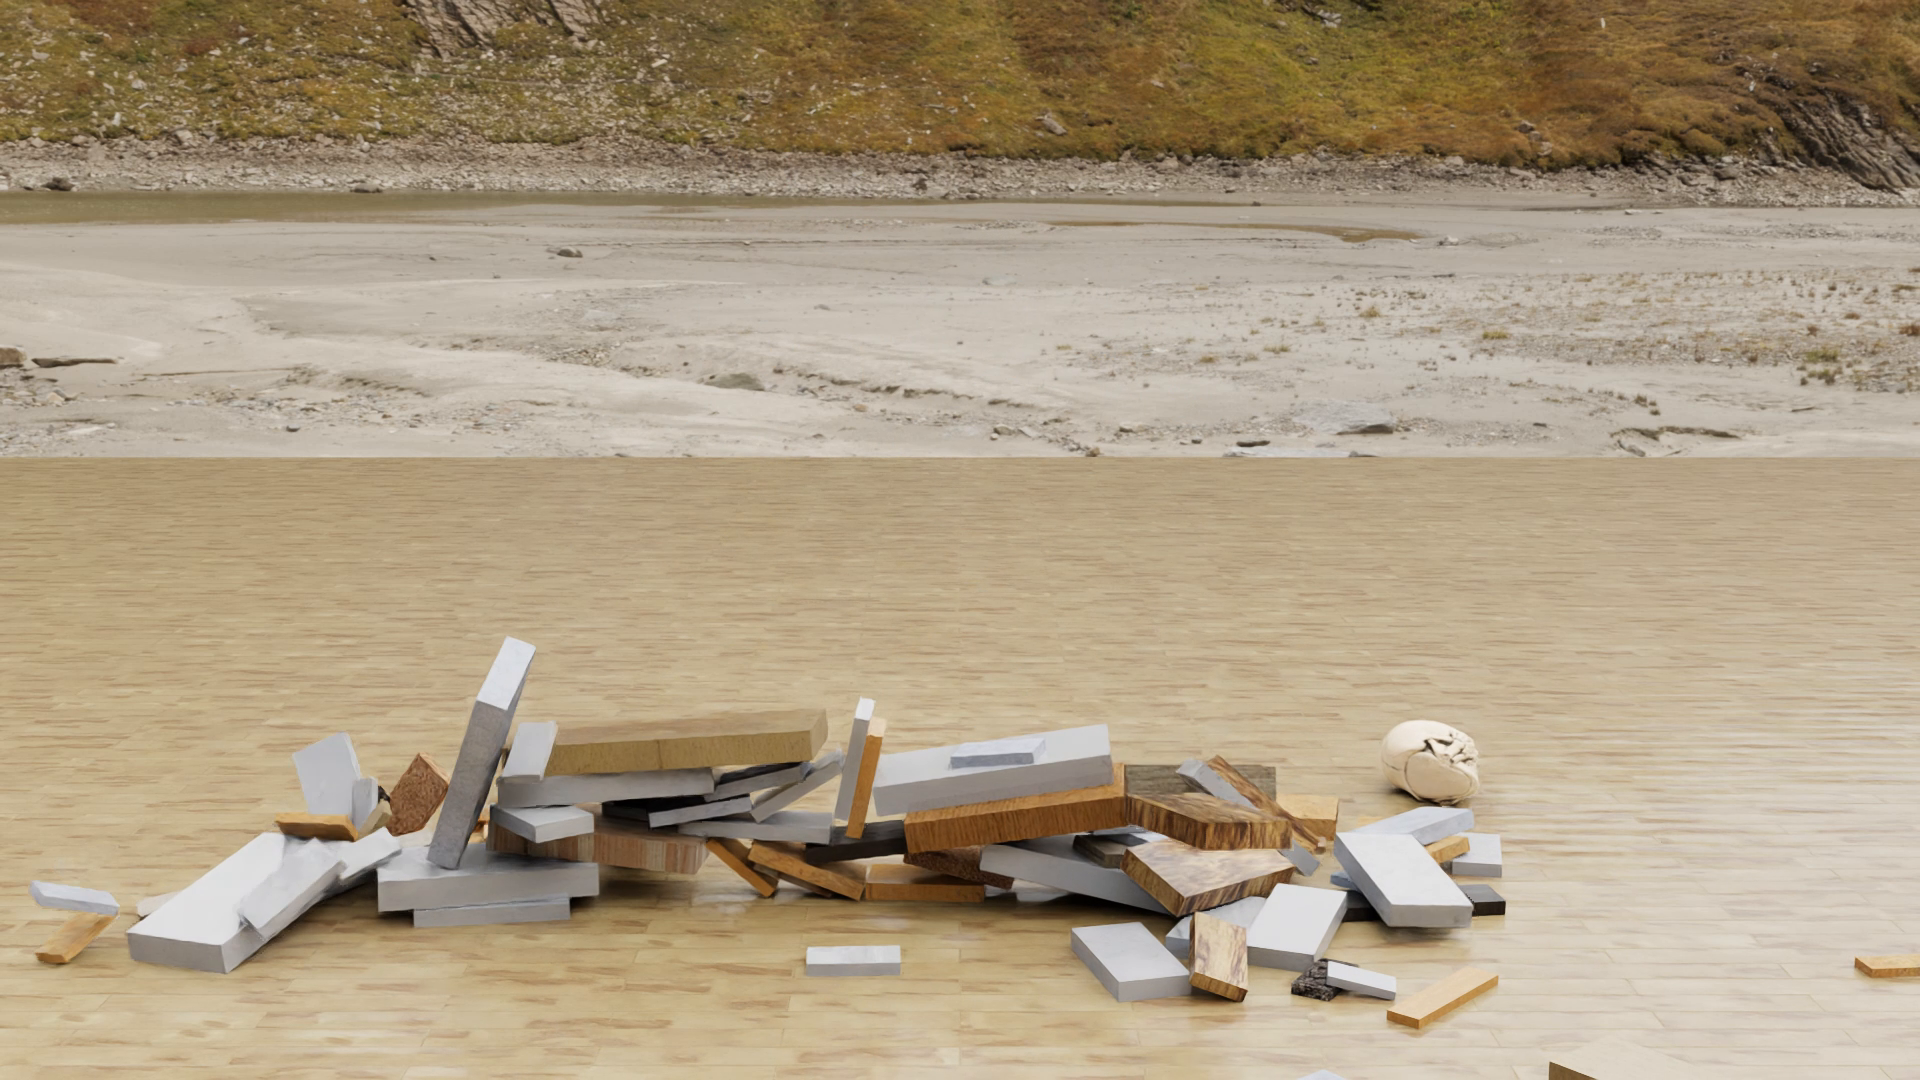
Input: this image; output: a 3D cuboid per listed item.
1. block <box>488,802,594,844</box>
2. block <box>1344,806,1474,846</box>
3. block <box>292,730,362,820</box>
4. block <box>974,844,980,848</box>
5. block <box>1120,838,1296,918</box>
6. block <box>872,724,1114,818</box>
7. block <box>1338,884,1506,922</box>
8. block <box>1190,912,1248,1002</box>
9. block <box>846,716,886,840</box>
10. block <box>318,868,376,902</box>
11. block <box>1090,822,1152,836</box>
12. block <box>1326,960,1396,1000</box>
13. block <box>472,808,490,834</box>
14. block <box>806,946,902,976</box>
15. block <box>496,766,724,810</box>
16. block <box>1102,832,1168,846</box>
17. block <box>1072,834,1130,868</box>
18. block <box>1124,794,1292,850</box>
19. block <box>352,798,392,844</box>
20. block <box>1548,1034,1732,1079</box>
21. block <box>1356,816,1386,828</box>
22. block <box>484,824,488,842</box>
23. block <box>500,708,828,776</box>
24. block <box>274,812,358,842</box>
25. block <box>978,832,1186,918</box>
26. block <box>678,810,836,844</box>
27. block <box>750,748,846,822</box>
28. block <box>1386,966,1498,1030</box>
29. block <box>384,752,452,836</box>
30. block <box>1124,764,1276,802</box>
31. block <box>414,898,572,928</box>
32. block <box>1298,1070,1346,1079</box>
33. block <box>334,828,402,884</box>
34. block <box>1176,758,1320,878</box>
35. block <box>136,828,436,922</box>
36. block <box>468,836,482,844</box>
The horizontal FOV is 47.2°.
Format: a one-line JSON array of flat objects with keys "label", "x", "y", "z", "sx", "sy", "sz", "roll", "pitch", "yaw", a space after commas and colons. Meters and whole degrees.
[{"label": "block", "x": -0.675, "y": 0.447, "z": 3.540, "sx": 0.098, "sy": 0.028, "sz": 0.196, "roll": -8, "pitch": 9, "yaw": -32}, {"label": "block", "x": 0.781, "y": 0.507, "z": 3.834, "sx": 0.223, "sy": 0.032, "sz": 0.112, "roll": -11, "pitch": 4, "yaw": -38}, {"label": "block", "x": -1.082, "y": 0.439, "z": 3.810, "sx": 0.098, "sy": 0.196, "sz": 0.028, "roll": -25, "pitch": -25, "yaw": 0}, {"label": "block", "x": -0.025, "y": 0.529, "z": 3.944, "sx": 0.065, "sy": 0.018, "sz": 0.131, "roll": -10, "pitch": 15, "yaw": -42}, {"label": "block", "x": 0.403, "y": 0.531, "z": 3.570, "sx": 0.276, "sy": 0.038, "sz": 0.135, "roll": -6, "pitch": 33, "yaw": -43}, {"label": "block", "x": 0.057, "y": 0.380, "z": 3.641, "sx": 0.390, "sy": 0.050, "sz": 0.177, "roll": -8, "pitch": 11, "yaw": 4}, {"label": "block", "x": 0.739, "y": 0.593, "z": 3.590, "sx": 0.285, "sy": 0.024, "sz": 0.083, "roll": -1, "pitch": 11, "yaw": -7}, {"label": "block", "x": 0.385, "y": 0.620, "z": 3.279, "sx": 0.083, "sy": 0.023, "sz": 0.166, "roll": 20, "pitch": 23, "yaw": -2}, {"label": "block", "x": -0.155, "y": 0.393, "z": 3.644, "sx": 0.026, "sy": 0.182, "sz": 0.091, "roll": 12, "pitch": 15, "yaw": 0}, {"label": "block", "x": -1.031, "y": 0.555, "z": 3.703, "sx": 0.189, "sy": 0.027, "sz": 0.095, "roll": -20, "pitch": 21, "yaw": -40}, {"label": "block", "x": 0.324, "y": 0.465, "z": 3.657, "sx": 0.293, "sy": 0.017, "sz": 0.060, "roll": 2, "pitch": 15, "yaw": -33}, {"label": "block", "x": 0.592, "y": 0.650, "z": 3.243, "sx": 0.101, "sy": 0.014, "sz": 0.050, "roll": 13, "pitch": 16, "yaw": 6}, {"label": "block", "x": -0.828, "y": 0.512, "z": 4.024, "sx": 0.159, "sy": 0.023, "sz": 0.080, "roll": 0, "pitch": 11, "yaw": -3}, {"label": "block", "x": -0.161, "y": 0.640, "z": 3.344, "sx": 0.142, "sy": 0.020, "sz": 0.071, "roll": 0, "pitch": 11, "yaw": -3}, {"label": "block", "x": -0.573, "y": 0.386, "z": 3.633, "sx": 0.348, "sy": 0.049, "sz": 0.174, "roll": -5, "pitch": 7, "yaw": 0}, {"label": "block", "x": 0.276, "y": 0.483, "z": 3.631, "sx": 0.131, "sy": 0.018, "sz": 0.065, "roll": 17, "pitch": 10, "yaw": 29}, {"label": "block", "x": 0.275, "y": 0.510, "z": 3.612, "sx": 0.166, "sy": 0.023, "sz": 0.083, "roll": 5, "pitch": 14, "yaw": -36}, {"label": "block", "x": 0.372, "y": 0.426, "z": 3.339, "sx": 0.142, "sy": 0.040, "sz": 0.283, "roll": 2, "pitch": 2, "yaw": -20}, {"label": "block", "x": -0.982, "y": 0.486, "z": 3.652, "sx": 0.015, "sy": 0.106, "sz": 0.053, "roll": 34, "pitch": 4, "yaw": -26}, {"label": "block", "x": 0.920, "y": 0.721, "z": 2.859, "sx": 0.135, "sy": 0.038, "sz": 0.271, "roll": -9, "pitch": 14, "yaw": -39}, {"label": "block", "x": 0.747, "y": 0.531, "z": 3.920, "sx": 0.083, "sy": 0.024, "sz": 0.167, "roll": 3, "pitch": 11, "yaw": 15}, {"label": "block", "x": -0.773, "y": 0.526, "z": 3.946, "sx": 0.159, "sy": 0.020, "sz": 0.071, "roll": -2, "pitch": 14, "yaw": -13}, {"label": "block", "x": -0.480, "y": 0.332, "z": 3.608, "sx": 0.504, "sy": 0.049, "sz": 0.174, "roll": -4, "pitch": 7, "yaw": 6}, {"label": "block", "x": -1.063, "y": 0.475, "z": 3.635, "sx": 0.121, "sy": 0.060, "sz": 0.017, "roll": 1, "pitch": 55, "yaw": 8}, {"label": "block", "x": 0.210, "y": 0.530, "z": 3.624, "sx": 0.355, "sy": 0.050, "sz": 0.177, "roll": 14, "pitch": 11, "yaw": -2}, {"label": "block", "x": -0.337, "y": 0.472, "z": 3.659, "sx": 0.250, "sy": 0.026, "sz": 0.091, "roll": 3, "pitch": 9, "yaw": 3}, {"label": "block", "x": -0.267, "y": 0.406, "z": 3.648, "sx": 0.167, "sy": 0.024, "sz": 0.084, "roll": -31, "pitch": 7, "yaw": 7}, {"label": "block", "x": 0.707, "y": 0.667, "z": 3.212, "sx": 0.053, "sy": 0.015, "sz": 0.228, "roll": 9, "pitch": 14, "yaw": 41}, {"label": "block", "x": -0.963, "y": 0.458, "z": 3.884, "sx": 0.080, "sy": 0.159, "sz": 0.023, "roll": 43, "pitch": 20, "yaw": 15}, {"label": "block", "x": 0.407, "y": 0.469, "z": 3.884, "sx": 0.299, "sy": 0.142, "sz": 0.040, "roll": -1, "pitch": -6, "yaw": 10}, {"label": "block", "x": -0.758, "y": 0.594, "z": 3.572, "sx": 0.246, "sy": 0.027, "sz": 0.094, "roll": -2, "pitch": 10, "yaw": -9}, {"label": "block", "x": 0.464, "y": 0.726, "z": 2.900, "sx": 0.101, "sy": 0.014, "sz": 0.050, "roll": -8, "pitch": 13, "yaw": -37}, {"label": "block", "x": -0.963, "y": 0.510, "z": 3.556, "sx": 0.106, "sy": 0.015, "sz": 0.053, "roll": -28, "pitch": 55, "yaw": -33}, {"label": "block", "x": 0.486, "y": 0.469, "z": 3.717, "sx": 0.263, "sy": 0.032, "sz": 0.112, "roll": 41, "pitch": -7, "yaw": -5}, {"label": "block", "x": -1.088, "y": 0.551, "z": 3.647, "sx": 0.525, "sy": 0.017, "sz": 0.059, "roll": -12, "pitch": 21, "yaw": -23}, {"label": "block", "x": -0.906, "y": 0.543, "z": 3.878, "sx": 0.119, "sy": 0.017, "sz": 0.059, "roll": -1, "pitch": 11, "yaw": -8}]
